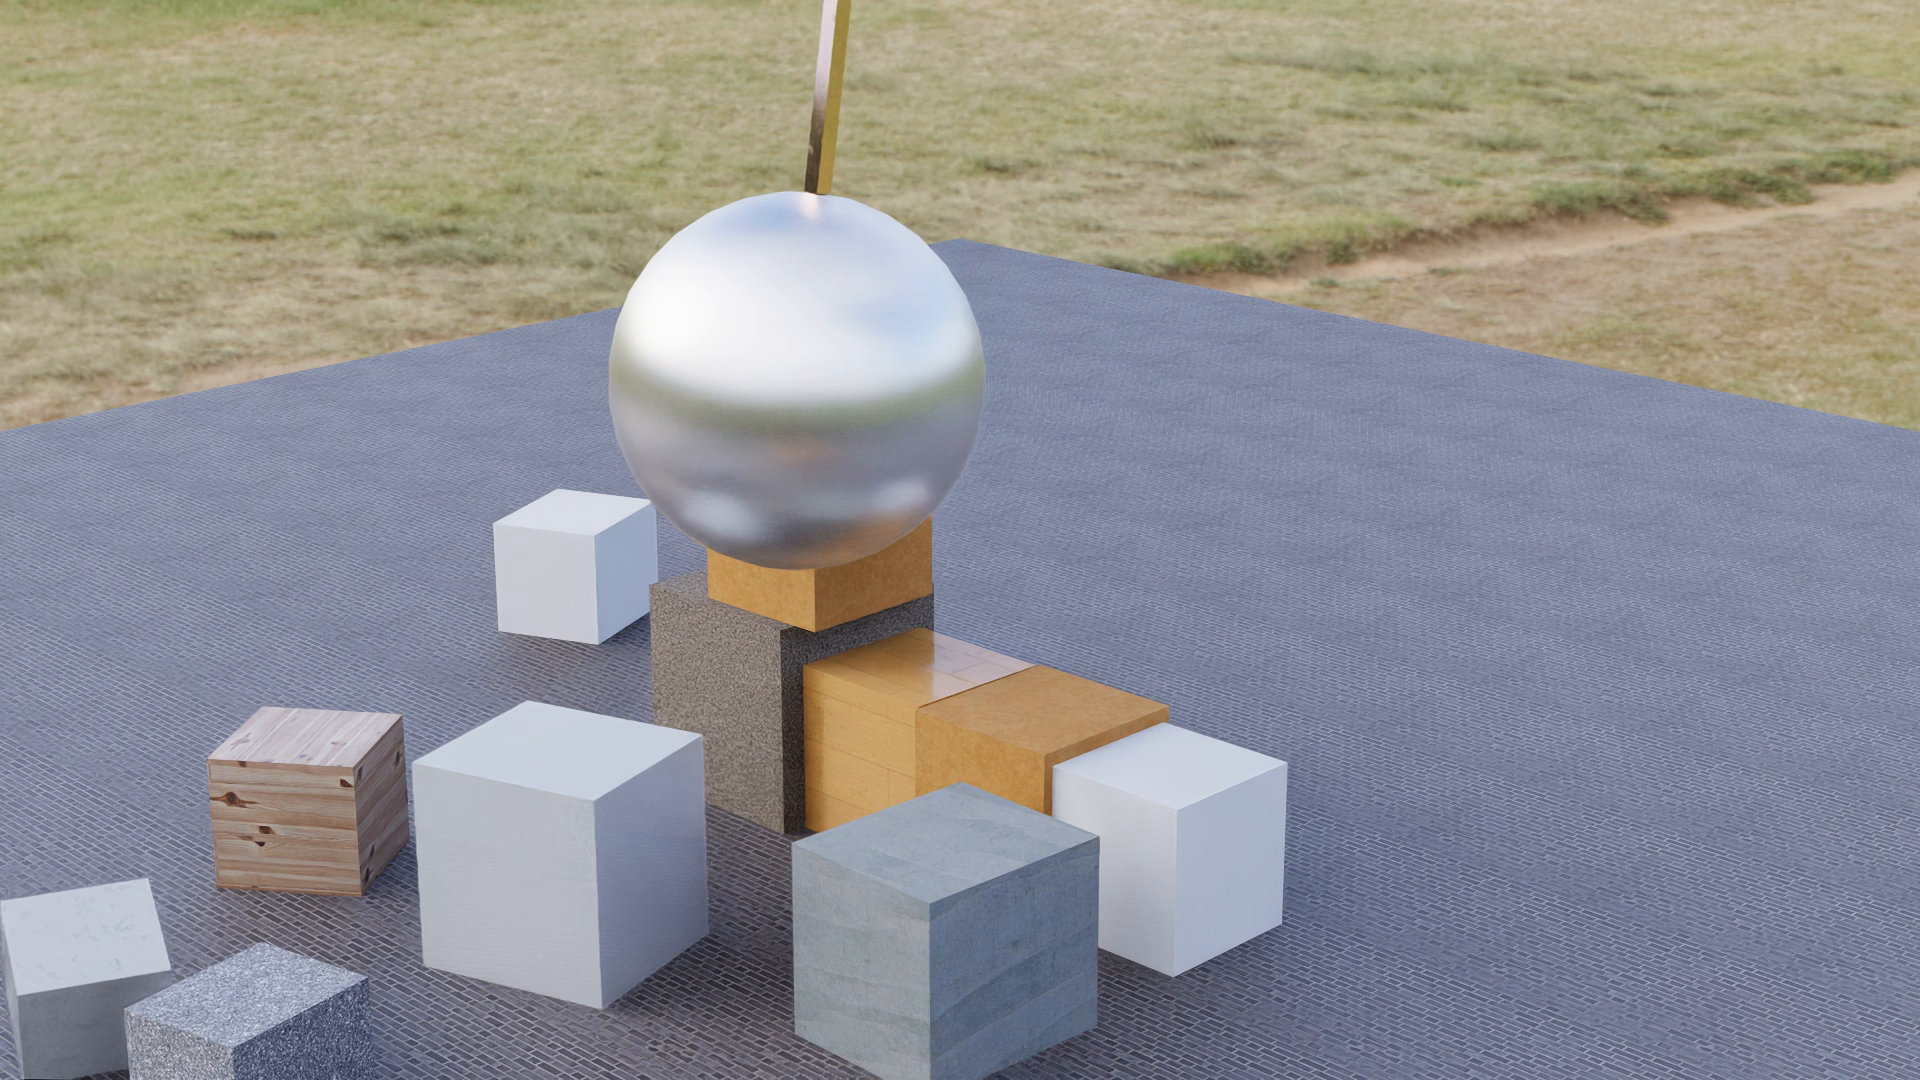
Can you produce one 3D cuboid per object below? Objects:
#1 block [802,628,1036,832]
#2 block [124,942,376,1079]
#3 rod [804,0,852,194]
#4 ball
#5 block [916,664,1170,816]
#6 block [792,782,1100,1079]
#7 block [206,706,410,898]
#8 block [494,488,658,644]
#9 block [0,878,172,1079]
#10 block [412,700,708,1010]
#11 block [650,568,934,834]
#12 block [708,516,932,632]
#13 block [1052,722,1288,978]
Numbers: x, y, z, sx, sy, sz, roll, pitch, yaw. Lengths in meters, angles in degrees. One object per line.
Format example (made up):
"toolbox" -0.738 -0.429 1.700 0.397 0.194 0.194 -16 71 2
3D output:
"block" -0.190 0.978 13.861 0.776 0.822 0.769 17 24 42
"block" -2.684 1.974 11.127 0.571 0.562 0.697 11 21 31
"rod" -0.298 -3.989 11.776 0.080 5.200 0.080 17 15 42
"ball" -0.688 -0.671 12.409 1.600 1.600 1.600 0 17 0
"block" 0.370 1.152 13.292 0.784 0.832 0.834 16 24 42
"block" -0.056 1.599 11.850 0.938 0.843 0.803 -16 24 -41
"block" -2.986 1.196 13.490 0.685 0.629 0.670 3 18 8
"block" -2.194 0.144 16.818 0.642 0.641 0.741 7 19 21
"block" -3.472 1.757 11.663 0.577 0.504 0.540 -7 38 -22
"block" -1.698 1.328 12.561 0.912 0.934 0.834 9 19 26
"block" -0.818 0.701 14.405 1.000 1.024 0.956 -17 24 -42
"block" -0.670 -0.081 13.970 0.736 0.730 0.779 16 23 41
"block" 0.911 1.337 12.815 0.704 0.765 0.742 16 24 42
